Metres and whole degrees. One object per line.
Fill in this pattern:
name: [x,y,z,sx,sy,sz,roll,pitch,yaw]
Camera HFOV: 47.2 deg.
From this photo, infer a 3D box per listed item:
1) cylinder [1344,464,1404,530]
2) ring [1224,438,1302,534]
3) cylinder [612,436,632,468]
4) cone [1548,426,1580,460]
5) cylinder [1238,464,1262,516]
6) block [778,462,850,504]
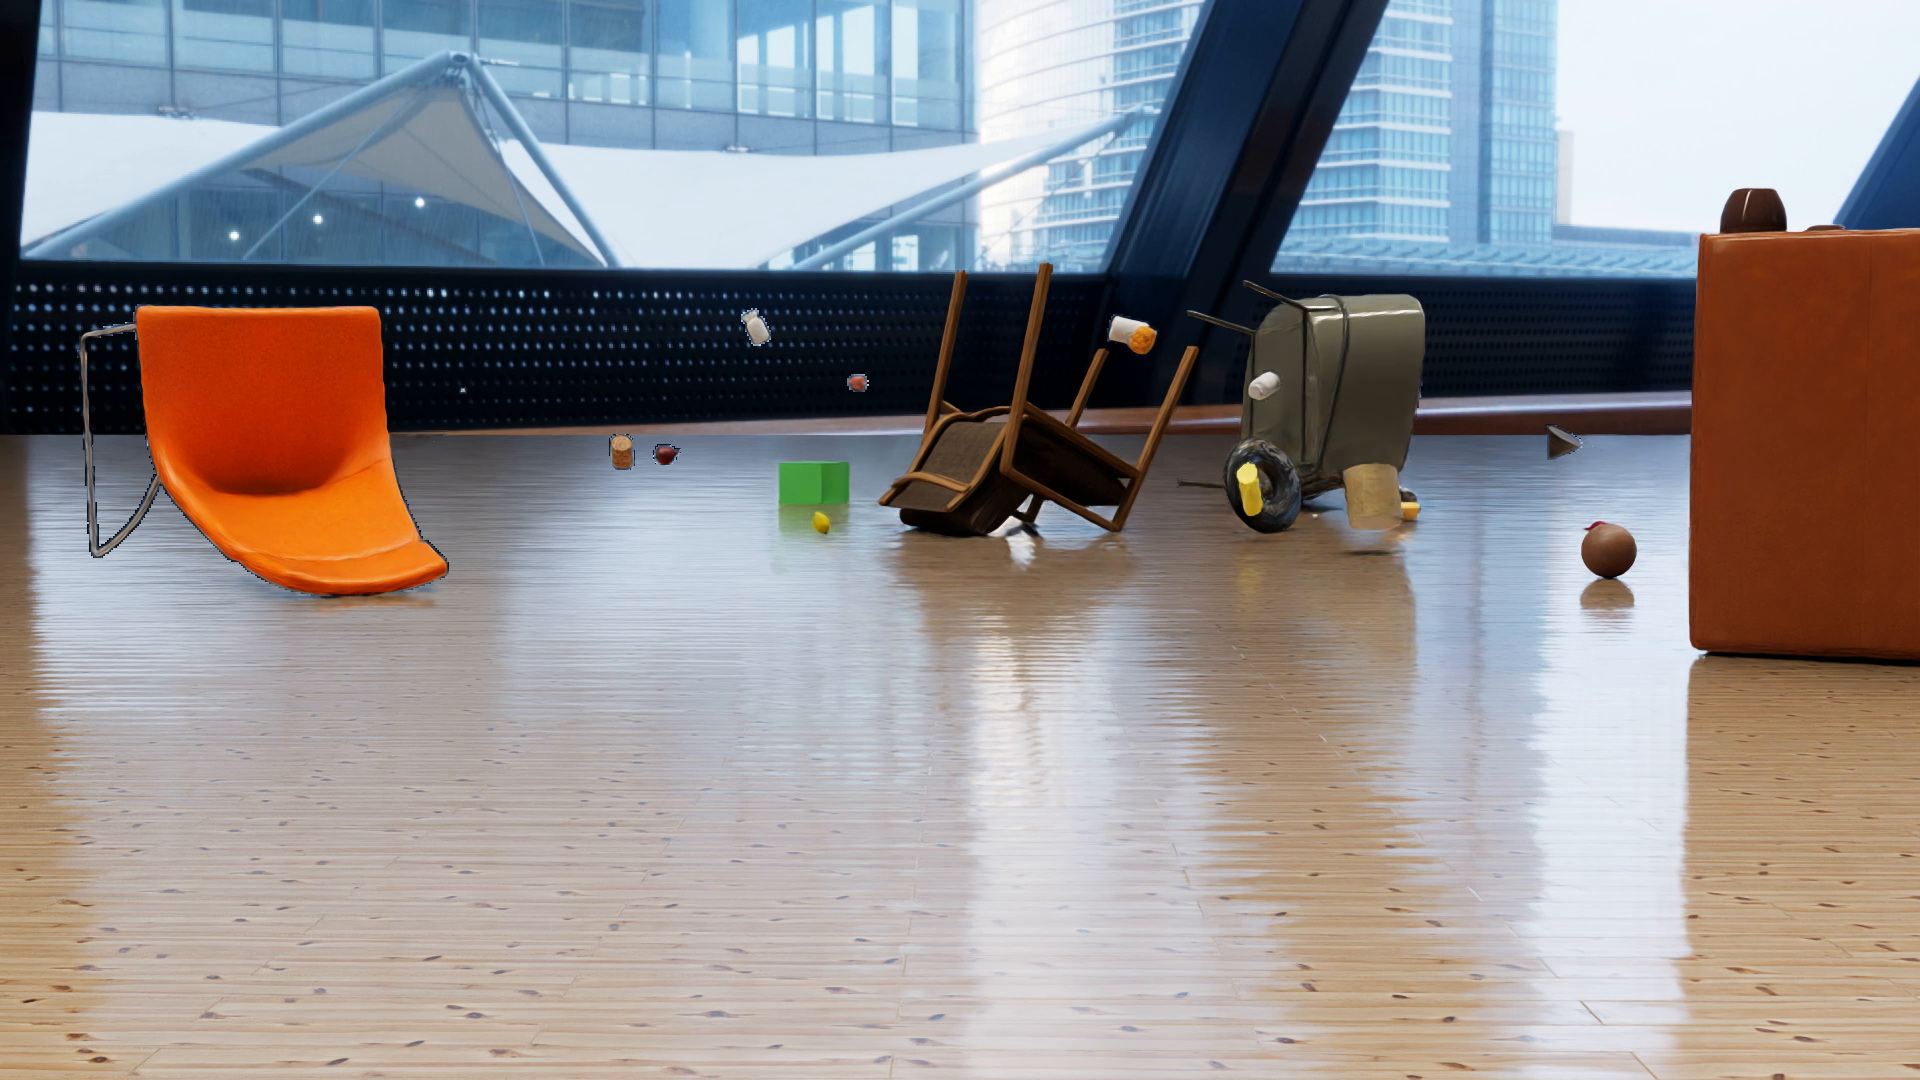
cylinder: [1.132,-0.118,6.028,0.143,0.144,0.205,-10,-13,22]
ring: [0.956,-0.172,6.940,0.066,0.314,0.389,-27,3,41]
cylinder: [-0.968,-0.251,6.298,0.058,0.054,0.084,16,-35,6]
cone: [1.741,-0.269,6.418,0.109,0.086,0.085,30,25,4]
cylinder: [0.860,-0.150,6.518,0.058,0.116,0.111,-7,33,13]
block: [-0.577,-0.228,8.698,0.204,0.160,0.197,2,5,30]
